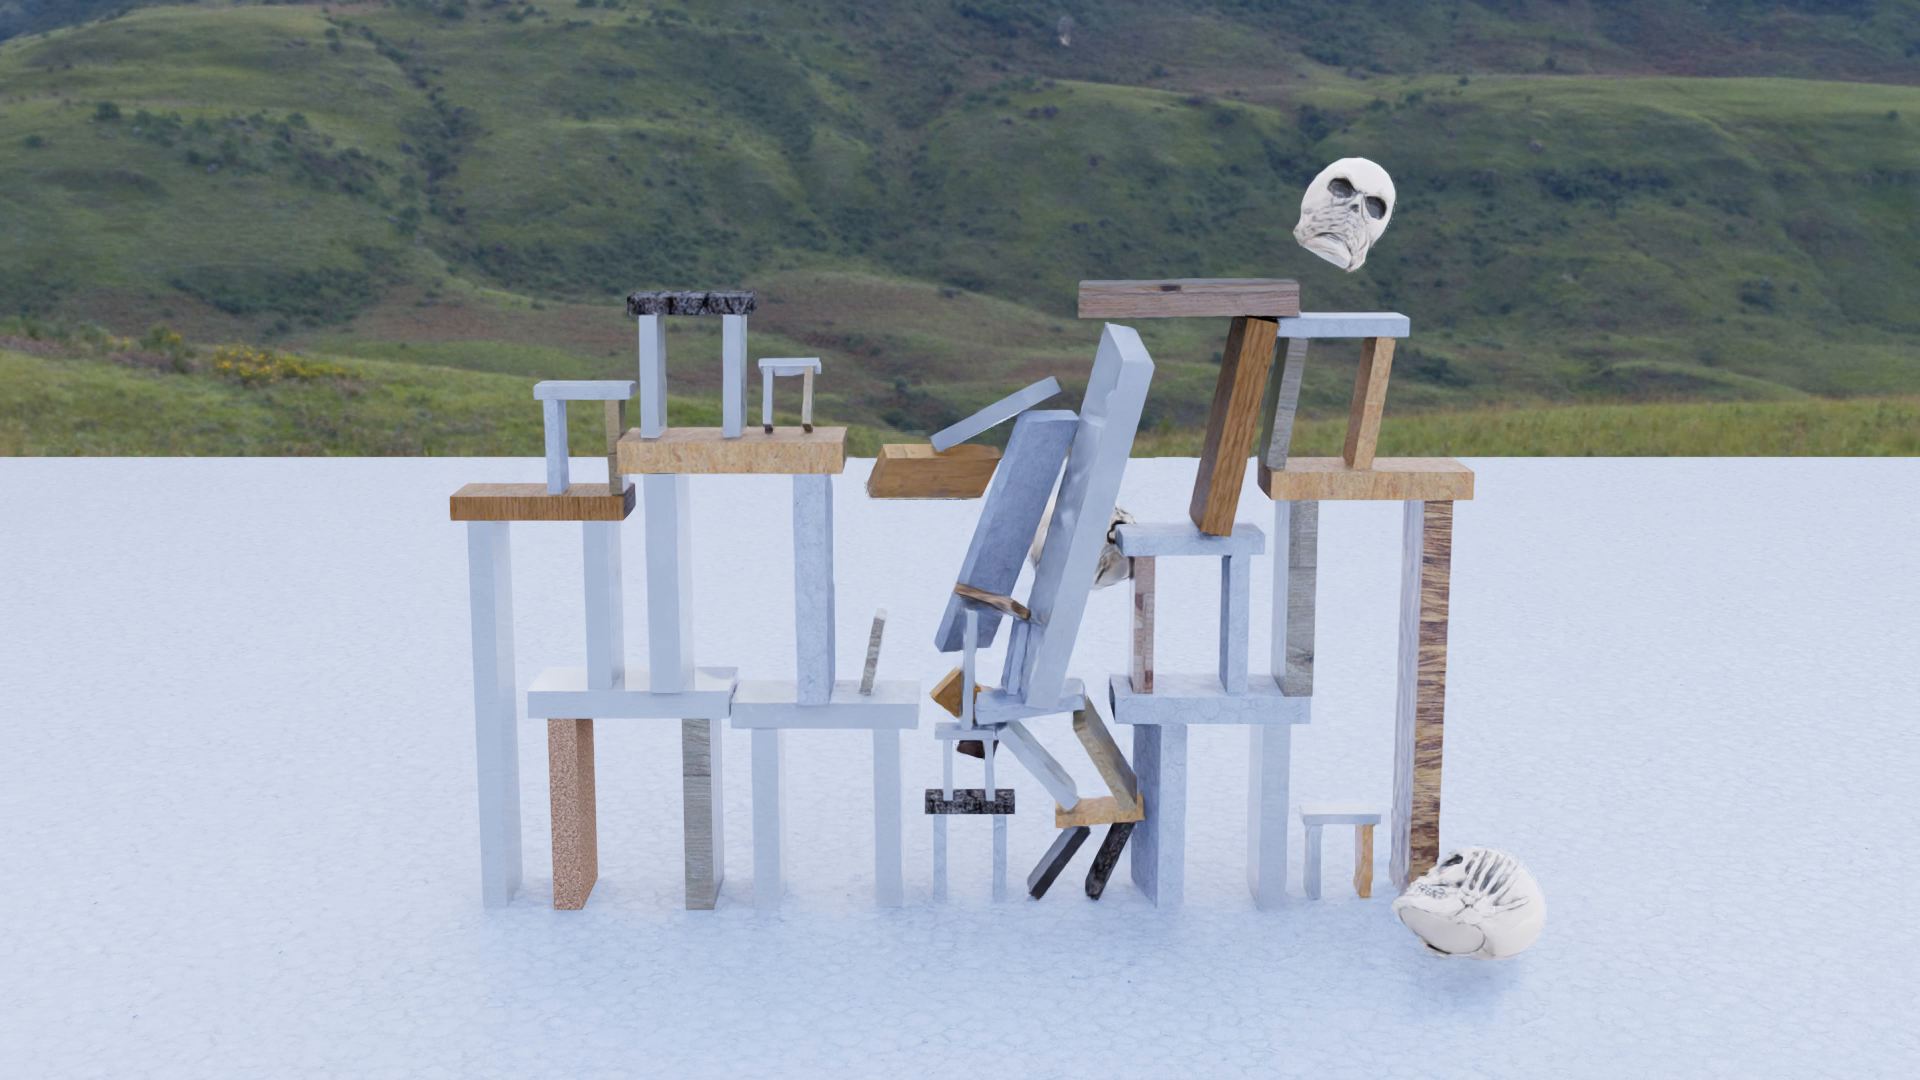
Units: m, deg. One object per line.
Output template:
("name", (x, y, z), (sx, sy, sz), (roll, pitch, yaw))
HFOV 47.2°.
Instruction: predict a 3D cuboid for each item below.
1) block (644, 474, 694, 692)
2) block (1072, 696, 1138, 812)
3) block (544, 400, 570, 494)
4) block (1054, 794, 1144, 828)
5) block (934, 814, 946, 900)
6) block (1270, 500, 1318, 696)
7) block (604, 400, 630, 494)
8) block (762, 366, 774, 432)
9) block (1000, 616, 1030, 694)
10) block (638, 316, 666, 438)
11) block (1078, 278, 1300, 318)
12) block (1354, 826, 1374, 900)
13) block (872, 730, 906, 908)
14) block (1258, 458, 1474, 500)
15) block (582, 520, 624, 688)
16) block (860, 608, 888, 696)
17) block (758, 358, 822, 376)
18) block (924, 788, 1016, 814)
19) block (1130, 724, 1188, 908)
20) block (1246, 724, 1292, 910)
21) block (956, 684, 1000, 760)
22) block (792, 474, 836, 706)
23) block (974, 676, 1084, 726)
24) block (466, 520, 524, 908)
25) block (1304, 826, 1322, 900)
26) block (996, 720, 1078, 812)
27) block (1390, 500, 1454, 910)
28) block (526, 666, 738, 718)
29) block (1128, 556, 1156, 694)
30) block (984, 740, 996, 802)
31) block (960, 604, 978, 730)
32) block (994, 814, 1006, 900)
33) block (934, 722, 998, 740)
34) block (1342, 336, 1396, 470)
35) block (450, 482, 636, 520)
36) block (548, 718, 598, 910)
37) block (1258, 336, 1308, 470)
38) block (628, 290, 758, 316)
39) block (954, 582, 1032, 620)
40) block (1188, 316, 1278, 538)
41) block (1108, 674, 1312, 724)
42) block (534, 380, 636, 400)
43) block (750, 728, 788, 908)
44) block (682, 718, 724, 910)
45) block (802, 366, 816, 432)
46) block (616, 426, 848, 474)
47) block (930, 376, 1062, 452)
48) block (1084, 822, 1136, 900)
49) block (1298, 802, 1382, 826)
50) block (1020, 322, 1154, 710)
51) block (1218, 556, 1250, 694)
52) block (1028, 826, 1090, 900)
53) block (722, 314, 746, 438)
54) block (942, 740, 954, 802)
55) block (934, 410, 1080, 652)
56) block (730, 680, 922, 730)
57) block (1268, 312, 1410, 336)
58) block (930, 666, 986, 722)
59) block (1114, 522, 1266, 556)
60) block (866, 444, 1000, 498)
("block", (-0.470, 0.054, 3.566), (0.050, 0.353, 0.176), (0, 11, 0))
("block", (0.238, 0.350, 3.587), (0.025, 0.176, 0.088), (-26, 19, 15))
("block", (-0.647, -0.154, 3.526), (0.021, 0.151, 0.076), (-1, 11, 0))
("block", (0.229, 0.447, 3.627), (0.146, 0.021, 0.073), (-6, 13, 4))
("block", (-0.033, 0.517, 3.658), (0.021, 0.148, 0.074), (0, 11, 0))
("block", (0.543, 0.080, 3.576), (0.045, 0.320, 0.160), (0, 11, 0))
("block", (-0.550, -0.155, 3.527), (0.021, 0.151, 0.076), (-1, 11, 0))
("block", (-0.308, -0.227, 3.540), (0.014, 0.096, 0.048), (0, -14, 0))
("block", (0.090, 0.188, 3.593), (0.017, 0.119, 0.059), (9, 7, -10))
("block", (-0.490, -0.267, 3.511), (0.028, 0.195, 0.098), (1, 12, 0))
("block", (0.364, -0.388, 3.517), (0.344, 0.049, 0.172), (0, 10, 5))
("block", (0.672, 0.526, 3.662), (0.018, 0.128, 0.064), (0, 11, 0))
("block", (-0.117, 0.439, 3.648), (0.043, 0.303, 0.152), (0, 11, 1))
("block", (0.650, -0.099, 3.542), (0.319, 0.045, 0.160), (0, 11, 0))
("block", (-0.579, 0.092, 3.578), (0.039, 0.274, 0.137), (0, 11, 0))
("block", (-0.141, 0.183, 3.597), (0.018, 0.131, 0.065), (11, 13, 1))
("block", (-0.274, -0.280, 3.554), (0.096, 0.014, 0.048), (-1, -14, 3))
("block", (0.016, 0.433, 3.642), (0.148, 0.021, 0.074), (0, 11, 0))
("block", (0.329, 0.434, 3.648), (0.044, 0.314, 0.157), (-2, 11, -12))
("block", (0.509, 0.436, 3.639), (0.044, 0.314, 0.157), (0, 11, 0))
("block", (0.043, 0.316, 3.803), (0.065, 0.131, 0.018), (17, 25, 0))
("block", (-0.236, 0.064, 3.574), (0.050, 0.375, 0.176), (0, 11, 1))
("block", (0.115, 0.262, 3.590), (0.176, 0.025, 0.088), (-9, 16, 6))
("block", (-0.762, 0.273, 3.612), (0.039, 0.643, 0.137), (0, 11, 0))
("block", (0.587, 0.526, 3.662), (0.018, 0.128, 0.064), (0, 11, 0))
("block", (0.126, 0.359, 3.608), (0.025, 0.176, 0.088), (-40, 12, 10))
("block", (0.755, 0.256, 3.608), (0.045, 0.678, 0.160), (0, 11, 0))
("block", (-0.532, 0.250, 3.607), (0.323, 0.046, 0.162), (0, 11, 0))
("block", (0.295, 0.126, 3.580), (0.032, 0.228, 0.114), (0, 11, 0))
("block", (0.049, 0.372, 3.625), (0.015, 0.104, 0.052), (-2, 11, 2))
("block", (0.014, 0.208, 3.598), (0.017, 0.198, 0.059), (2, 9, -4))
("block", (0.066, 0.517, 3.657), (0.021, 0.148, 0.074), (0, 11, 0))
("block", (0.011, 0.313, 3.615), (0.104, 0.015, 0.052), (0, 11, 2))
("block", (0.654, -0.225, 3.520), (0.029, 0.208, 0.104), (8, 10, -2))
("block", (-0.671, -0.062, 3.550), (0.275, 0.039, 0.137), (0, 11, 0))
("block", (-0.640, 0.431, 3.641), (0.046, 0.323, 0.162), (0, 11, 0))
("block", (0.516, -0.225, 3.519), (0.029, 0.208, 0.104), (9, 10, -2))
("block", (-0.423, -0.376, 3.488), (0.195, 0.028, 0.098), (0, 12, 0))
("block", (0.053, 0.100, 3.565), (0.119, 0.017, 0.059), (16, -12, 39))
("block", (0.436, -0.190, 3.526), (0.049, 0.344, 0.172), (11, 10, -2))
("block", (0.406, 0.259, 3.606), (0.314, 0.044, 0.157), (0, 11, 0))
("block", (-0.598, -0.240, 3.510), (0.151, 0.021, 0.076), (0, 11, 0))
("block", (-0.315, 0.440, 3.643), (0.043, 0.303, 0.152), (0, 11, 0))
("block", (-0.425, 0.431, 3.641), (0.046, 0.323, 0.162), (0, 11, 0))
("block", (-0.243, -0.227, 3.541), (0.014, 0.096, 0.048), (1, -14, 1))
("block", (-0.361, -0.144, 3.531), (0.353, 0.050, 0.176), (0, 11, 0))
("block", (0.056, -0.200, 3.500), (0.199, 0.028, 0.099), (-25, 2, 38))
("block", (0.249, 0.520, 3.659), (0.021, 0.146, 0.073), (24, 10, -4))
("block", (0.630, 0.455, 3.649), (0.128, 0.018, 0.064), (0, 11, 0))
("block", (0.189, -0.033, 3.463), (0.049, 0.595, 0.172), (10, 23, -11))
("block", (0.447, 0.126, 3.580), (0.032, 0.228, 0.114), (0, 11, 0))
("block", (0.164, 0.524, 3.658), (0.021, 0.146, 0.073), (35, 10, -7))
("block", (-0.359, -0.267, 3.511), (0.028, 0.195, 0.098), (1, 12, 0))
("block", (-0.019, 0.372, 3.626), (0.015, 0.104, 0.052), (0, 11, 2))
("block", (0.073, -0.009, 3.584), (0.099, 0.475, 0.028), (-4, 40, -33))
("block", (-0.217, 0.269, 3.615), (0.303, 0.043, 0.152), (0, 11, 1))
("block", (0.601, -0.343, 3.498), (0.208, 0.029, 0.104), (0, 11, 0))
("block", (0.015, 0.272, 3.690), (0.131, 0.065, 0.018), (41, 8, -35))
("block", (0.370, -0.002, 3.554), (0.228, 0.032, 0.114), (0, 11, -2))
("block", (-0.044, -0.111, 3.578), (0.199, 0.099, 0.028), (-1, 51, -24))
